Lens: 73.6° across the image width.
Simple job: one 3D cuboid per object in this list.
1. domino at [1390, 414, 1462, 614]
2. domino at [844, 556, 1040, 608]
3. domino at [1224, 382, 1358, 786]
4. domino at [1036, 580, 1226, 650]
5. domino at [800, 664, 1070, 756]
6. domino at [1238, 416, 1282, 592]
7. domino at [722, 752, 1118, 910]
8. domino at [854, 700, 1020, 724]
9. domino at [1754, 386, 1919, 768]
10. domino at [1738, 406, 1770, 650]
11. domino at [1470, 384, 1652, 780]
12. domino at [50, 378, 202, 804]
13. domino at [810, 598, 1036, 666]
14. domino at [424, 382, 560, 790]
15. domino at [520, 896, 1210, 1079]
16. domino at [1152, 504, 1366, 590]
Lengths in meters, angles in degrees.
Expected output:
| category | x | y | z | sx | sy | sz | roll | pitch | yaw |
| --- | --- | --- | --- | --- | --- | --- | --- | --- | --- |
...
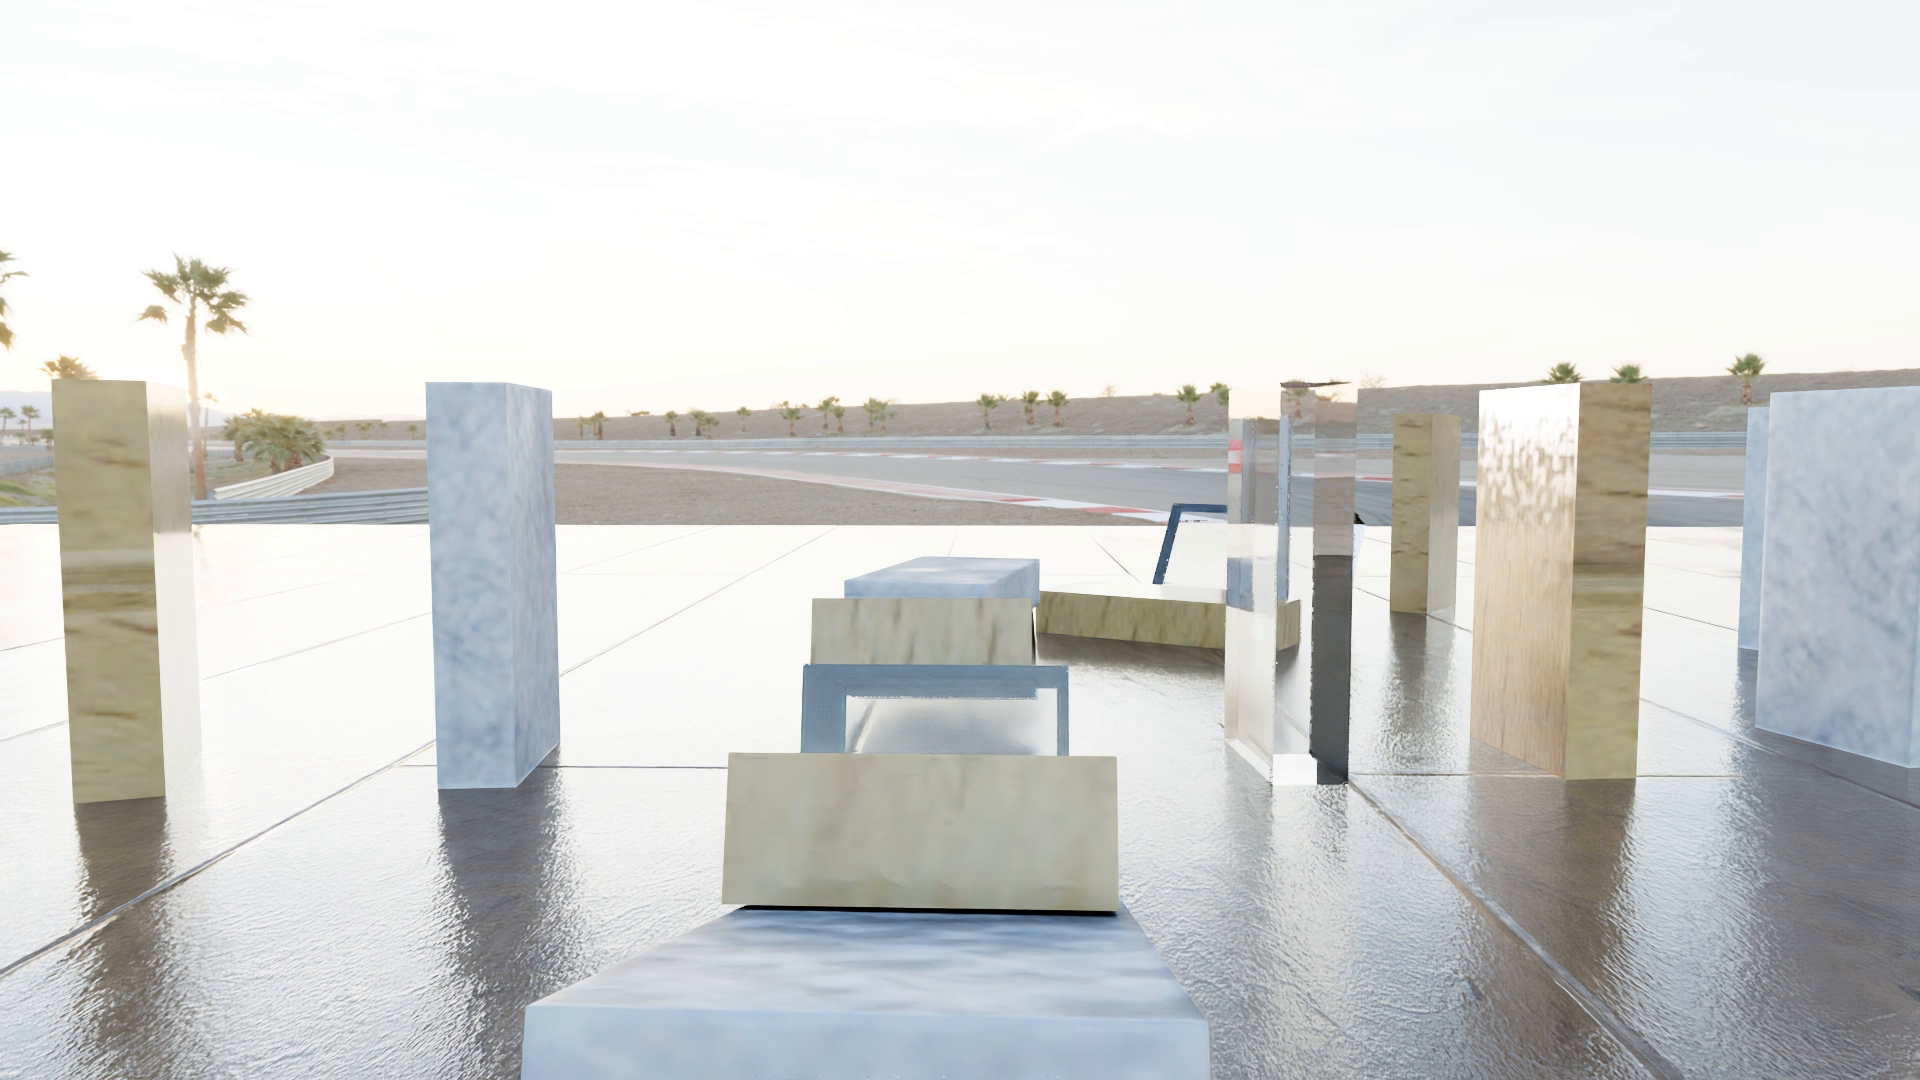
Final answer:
| category | x | y | z | sx | sy | sz | roll | pitch | yaw |
| --- | --- | --- | --- | --- | --- | --- | --- | --- | --- |
| domino | 0.121 | -0.007 | 0.333 | 0.010 | 0.050 | 0.025 | 3 | 5 | 37 |
| domino | -0.002 | 0.010 | 0.243 | 0.025 | 0.010 | 0.050 | 1 | 4 | 14 |
| domino | 0.043 | 0.005 | 0.171 | 0.010 | 0.050 | 0.025 | 0 | 4 | -2 |
| domino | 0.045 | 0.016 | 0.287 | 0.050 | 0.009 | 0.025 | 3 | 5 | 33 |
| domino | -0.001 | 0.021 | 0.144 | 0.025 | 0.010 | 0.050 | 0 | -10 | 2 |
| domino | 0.083 | -0.009 | 0.353 | 0.010 | 0.050 | 0.025 | 1 | 4 | 16 |
| domino | -0.001 | 0.023 | 0.106 | 0.025 | 0.010 | 0.050 | 0 | -11 | 3 |
| domino | -0.002 | 0.021 | 0.221 | 0.025 | 0.009 | 0.050 | 0 | 4 | 4 |
| domino | 0.127 | 0.004 | 0.180 | 0.010 | 0.050 | 0.025 | -1 | 4 | -12 |
| domino | 0.176 | -0.003 | 0.268 | 0.025 | 0.050 | 0.009 | -2 | 5 | -26 |
| domino | 0.080 | 0.005 | 0.174 | 0.009 | 0.050 | 0.025 | 0 | 4 | -5 |
| domino | -0.105 | 0.005 | 0.163 | 0.009 | 0.050 | 0.025 | -2 | 5 | -22 |
| domino | -0.003 | 0.016 | 0.169 | 0.025 | 0.009 | 0.050 | 0 | -10 | 4 |
| domino | -0.061 | 0.005 | 0.169 | 0.009 | 0.050 | 0.025 | 0 | 4 | -5 |
| domino | -0.002 | 0.026 | 0.070 | 0.025 | 0.009 | 0.050 | 0 | -10 | 3 |
| domino | 0.076 | 0.005 | 0.329 | 0.050 | 0.025 | 0.009 | 4 | -22 | 39 |
